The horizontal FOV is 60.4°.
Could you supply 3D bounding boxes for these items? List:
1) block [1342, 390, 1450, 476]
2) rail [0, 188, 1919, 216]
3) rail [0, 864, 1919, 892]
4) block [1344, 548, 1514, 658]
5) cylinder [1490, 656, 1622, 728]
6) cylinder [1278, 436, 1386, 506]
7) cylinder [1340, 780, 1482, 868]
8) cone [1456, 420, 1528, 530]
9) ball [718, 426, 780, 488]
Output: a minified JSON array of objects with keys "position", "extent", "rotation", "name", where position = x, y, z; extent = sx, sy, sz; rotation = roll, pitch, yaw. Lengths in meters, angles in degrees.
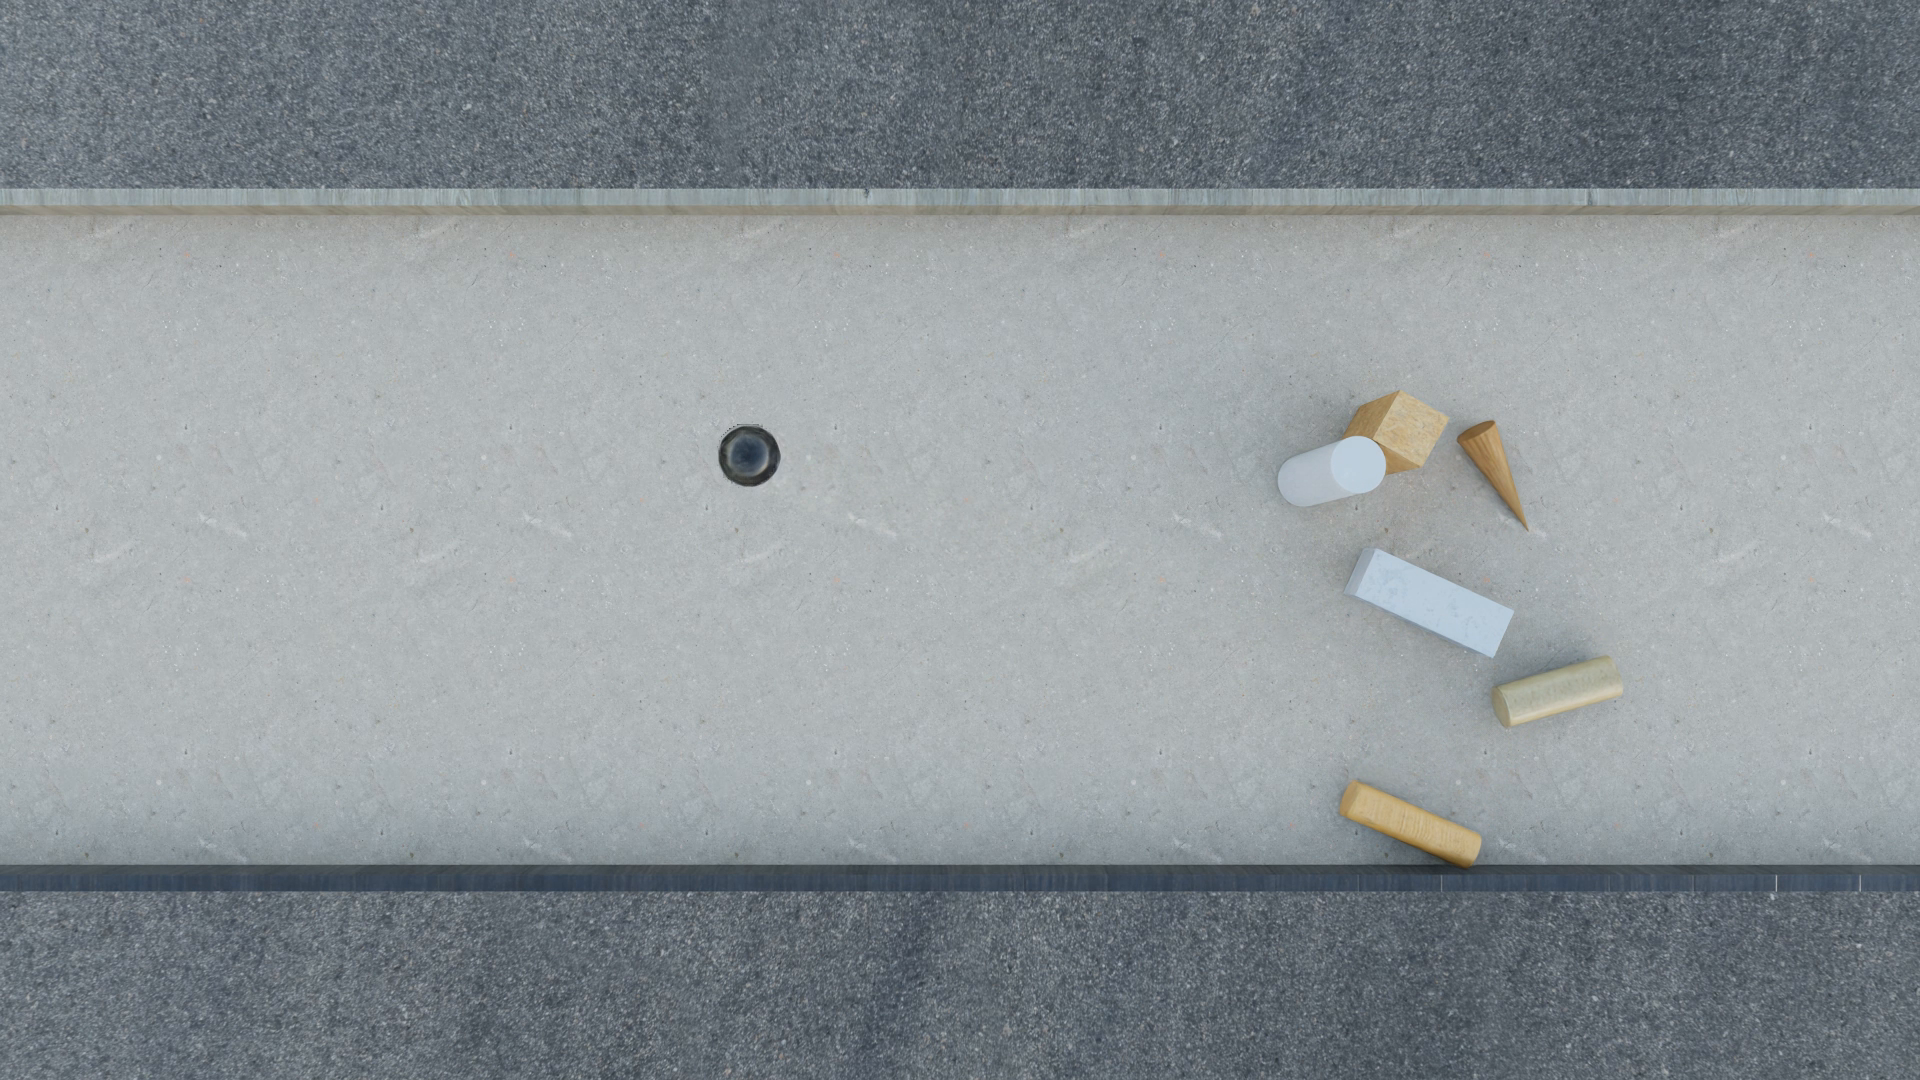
[{"position":[1.263,-0.308,4.850],"extent":[0.160,0.450,0.160],"rotation":[30,89,0],"name":"block"},{"position":[-2.247,-1.025,5.002],"extent":[12.000,0.150,0.050],"rotation":[0,90,0],"name":"rail"},{"position":[-2.247,1.025,5.001],"extent":[12.000,0.150,0.050],"rotation":[0,90,0],"name":"rail"},{"position":[1.417,0.188,4.999],"extent":[0.452,0.154,0.154],"rotation":[24,90,0],"name":"block"},{"position":[1.812,0.460,5.012],"extent":[0.356,0.130,0.130],"rotation":[-16,90,0],"name":"cylinder"},{"position":[1.084,-0.196,4.839],"extent":[0.161,0.457,0.161],"rotation":[1,86,-8],"name":"cylinder"},{"position":[1.369,0.865,5.019],"extent":[0.409,0.116,0.116],"rotation":[24,90,0],"name":"cylinder"},{"position":[1.660,-0.176,5.046],"extent":[0.124,0.124,0.367],"rotation":[-31,100,0],"name":"cone"},{"position":[-0.636,-0.253,4.983],"extent":[0.186,0.186,0.186],"rotation":[0,90,0],"name":"ball"}]
